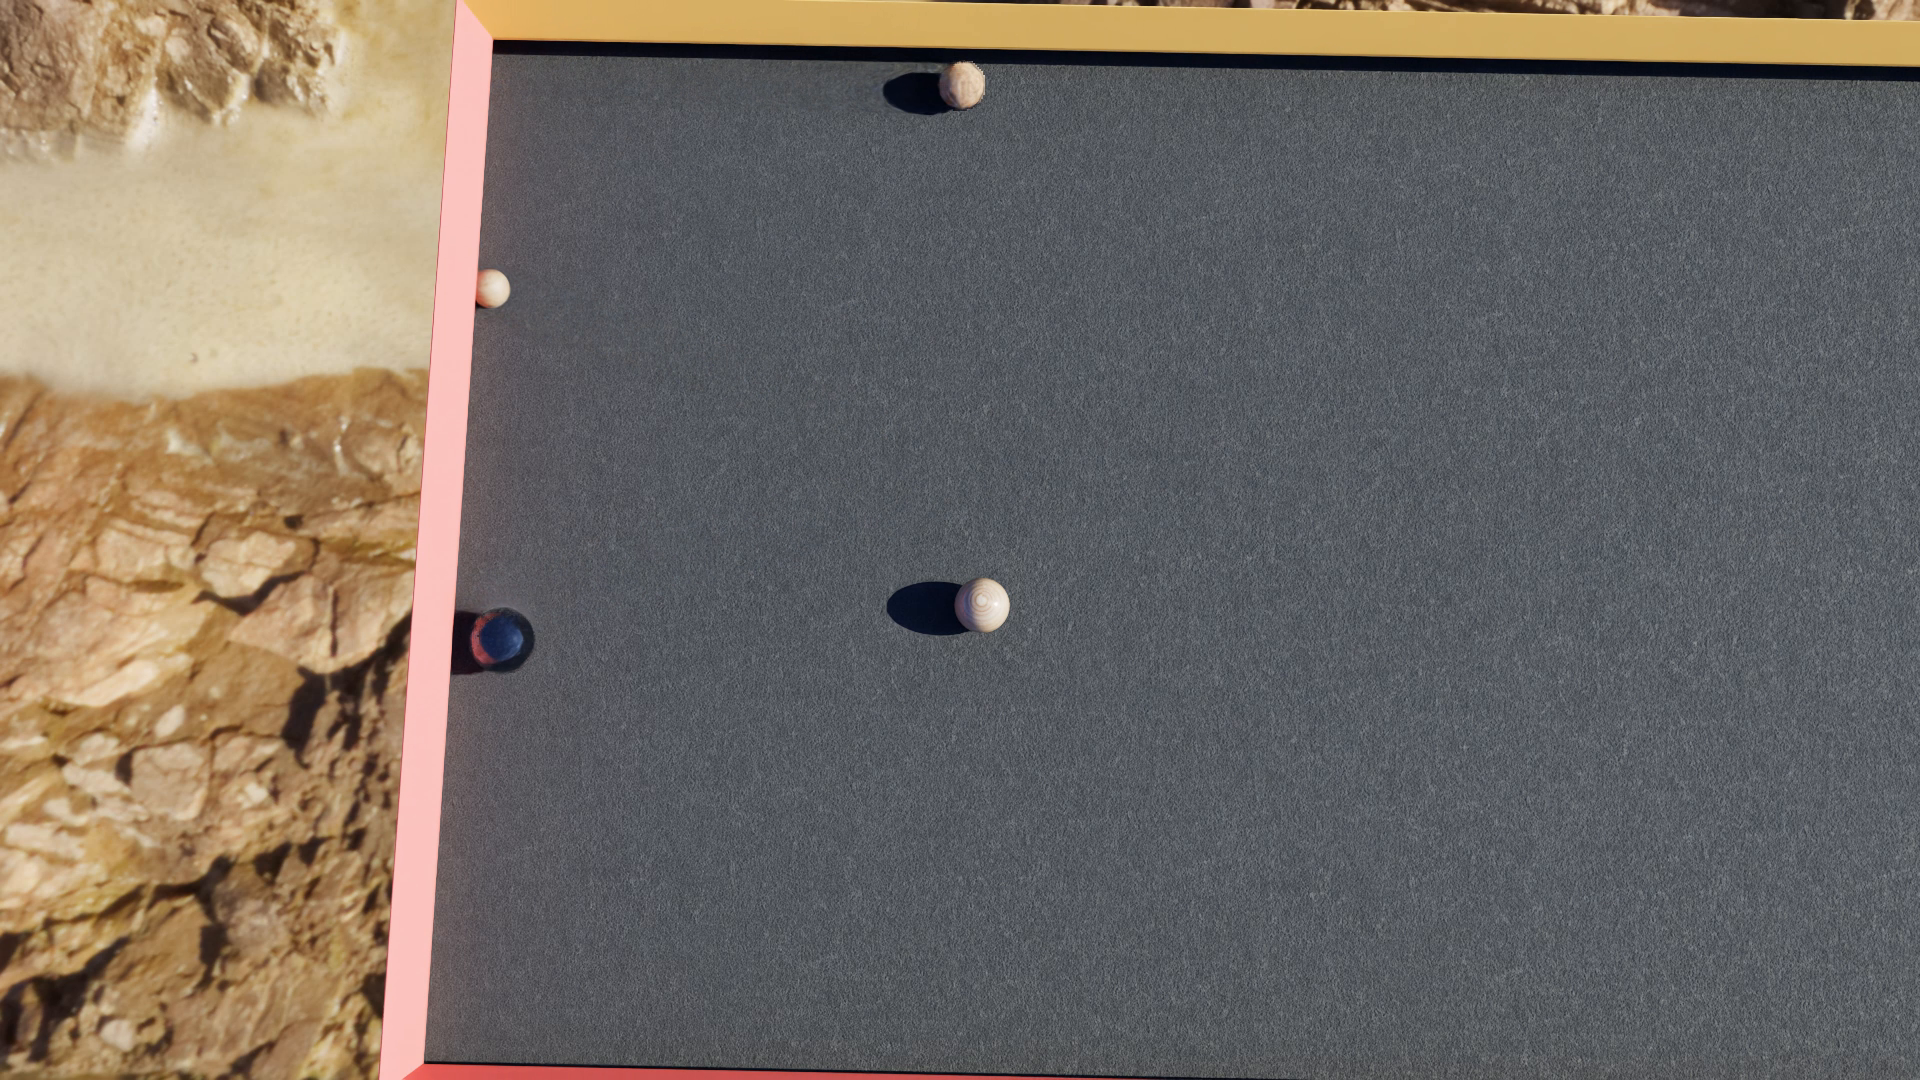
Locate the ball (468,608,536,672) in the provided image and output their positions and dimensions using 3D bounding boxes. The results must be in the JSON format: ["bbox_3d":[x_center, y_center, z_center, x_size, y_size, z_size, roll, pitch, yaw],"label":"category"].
[{"bbox_3d":[-0.678,0.148,3.257,0.098,0.098,0.098,0,78,0],"label":"ball"}]

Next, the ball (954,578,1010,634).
[{"bbox_3d":[0.033,0.097,3.275,0.083,0.083,0.083,0,78,0],"label":"ball"}]

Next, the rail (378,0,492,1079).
[{"bbox_3d":[-0.768,-0.020,3.276,0.045,0.127,1.651,1,78,0],"label":"rail"}]

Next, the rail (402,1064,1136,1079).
[{"bbox_3d":[0.775,0.796,3.108,3.168,0.127,0.045,1,78,0],"label":"rail"}]

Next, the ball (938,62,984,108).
[{"bbox_3d":[0.002,-0.712,3.448,0.072,0.072,0.072,0,78,0],"label":"ball"}]

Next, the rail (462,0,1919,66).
[{"bbox_3d":[0.808,-0.774,3.432,3.168,0.127,0.045,1,78,0],"label":"rail"}]

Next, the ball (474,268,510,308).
[{"bbox_3d":[-0.723,-0.388,3.387,0.060,0.060,0.060,0,78,0],"label":"ball"}]
